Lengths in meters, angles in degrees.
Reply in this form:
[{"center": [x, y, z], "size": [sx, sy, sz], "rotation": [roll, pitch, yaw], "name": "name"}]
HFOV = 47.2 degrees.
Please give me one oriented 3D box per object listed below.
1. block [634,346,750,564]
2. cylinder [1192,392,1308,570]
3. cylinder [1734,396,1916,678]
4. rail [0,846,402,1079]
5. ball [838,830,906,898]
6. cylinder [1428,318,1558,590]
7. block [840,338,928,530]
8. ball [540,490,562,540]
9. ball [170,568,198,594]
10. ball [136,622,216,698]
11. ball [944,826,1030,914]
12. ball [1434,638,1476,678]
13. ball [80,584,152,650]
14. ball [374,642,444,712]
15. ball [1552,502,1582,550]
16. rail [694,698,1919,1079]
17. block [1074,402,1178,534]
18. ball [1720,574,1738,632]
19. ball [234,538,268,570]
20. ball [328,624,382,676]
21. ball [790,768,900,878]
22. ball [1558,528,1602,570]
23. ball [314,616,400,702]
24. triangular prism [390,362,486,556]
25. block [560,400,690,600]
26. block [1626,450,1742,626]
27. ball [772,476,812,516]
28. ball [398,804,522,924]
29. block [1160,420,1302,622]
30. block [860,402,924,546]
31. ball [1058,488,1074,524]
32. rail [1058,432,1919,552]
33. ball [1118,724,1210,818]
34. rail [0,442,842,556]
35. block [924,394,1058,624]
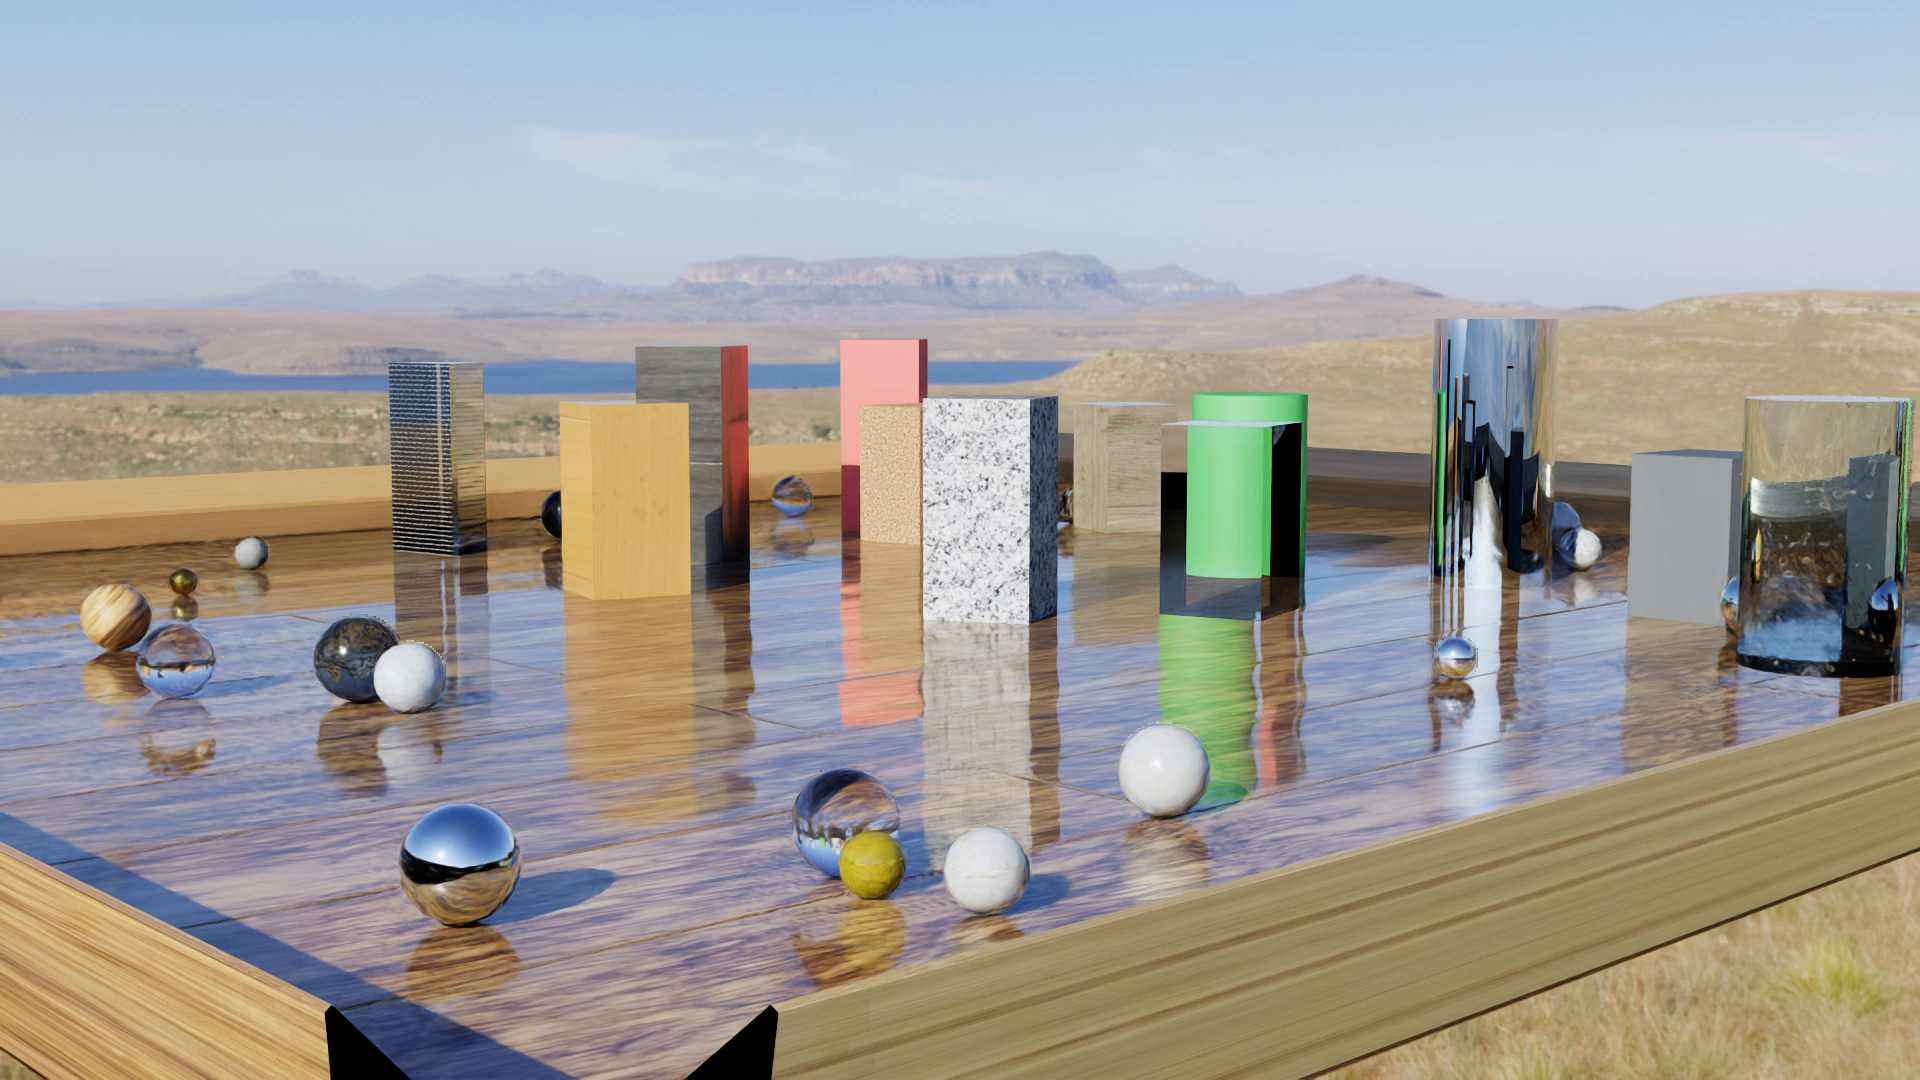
[{"center": [-0.480, -0.158, 3.958], "size": [0.158, 0.381, 0.158], "rotation": [1, 6, 12], "name": "block"}, {"center": [0.499, -0.102, 3.804], "size": [0.198, 0.301, 0.198], "rotation": [0, 6, 0], "name": "cylinder"}, {"center": [1.081, -0.009, 2.752], "size": [0.198, 0.335, 0.198], "rotation": [0, 6, 0], "name": "cylinder"}, {"center": [-1.304, 0.158, 2.135], "size": [0.045, 0.128, 3.325], "rotation": [-5, 8, -42], "name": "rail"}, {"center": [-0.067, 0.246, 1.670], "size": [0.052, 0.052, 0.052], "rotation": [0, 6, 0], "name": "ball"}, {"center": [0.871, -0.146, 3.598], "size": [0.198, 0.431, 0.198], "rotation": [0, 6, 0], "name": "cylinder"}, {"center": [-0.154, -0.218, 4.512], "size": [0.158, 0.386, 0.158], "rotation": [1, 6, 6], "name": "block"}, {"center": [-0.766, -0.050, 4.283], "size": [0.099, 0.099, 0.099], "rotation": [0, 6, 0], "name": "ball"}, {"center": [-1.219, 0.065, 3.454], "size": [0.041, 0.041, 0.041], "rotation": [0, 6, 0], "name": "ball"}, {"center": [-0.903, 0.139, 2.530], "size": [0.087, 0.087, 0.087], "rotation": [0, 6, 0], "name": "ball"}, {"center": [0.020, 0.245, 1.628], "size": [0.064, 0.064, 0.064], "rotation": [0, 6, 0], "name": "ball"}, {"center": [0.601, 0.143, 2.667], "size": [0.050, 0.050, 0.050], "rotation": [0, 6, 0], "name": "ball"}, {"center": [-1.110, 0.101, 2.892], "size": [0.088, 0.088, 0.088], "rotation": [0, 6, 0], "name": "ball"}, {"center": [-0.612, 0.153, 2.443], "size": [0.077, 0.077, 0.077], "rotation": [0, 6, 0], "name": "ball"}, {"center": [1.106, -0.026, 4.085], "size": [0.092, 0.092, 0.092], "rotation": [0, 6, 0], "name": "ball"}, {"center": [1.111, 0.158, 2.134], "size": [3.596, 0.128, 0.045], "rotation": [-5, 8, -42], "name": "rail"}, {"center": [0.338, -0.151, 4.502], "size": [0.158, 0.255, 0.158], "rotation": [-2, 6, -22], "name": "block"}, {"center": [1.087, 0.087, 3.009], "size": [0.091, 0.091, 0.091], "rotation": [0, 6, 0], "name": "ball"}, {"center": [-1.221, 0.023, 3.791], "size": [0.056, 0.056, 0.056], "rotation": [0, 6, 0], "name": "ball"}, {"center": [-0.740, 0.134, 2.692], "size": [0.063, 0.063, 0.063], "rotation": [0, 6, 0], "name": "ball"}, {"center": [-0.090, 0.223, 1.733], "size": [0.086, 0.086, 0.086], "rotation": [0, 6, 0], "name": "ball"}, {"center": [1.065, 0.016, 3.778], "size": [0.072, 0.072, 0.072], "rotation": [0, 6, 0], "name": "ball"}, {"center": [-0.687, 0.136, 2.510], "size": [0.097, 0.097, 0.097], "rotation": [0, 6, 0], "name": "ball"}, {"center": [-0.943, -0.156, 4.095], "size": [0.171, 0.349, 0.148], "rotation": [4, 7, 35], "name": "triangular prism"}, {"center": [-0.531, -0.068, 3.480], "size": [0.158, 0.301, 0.158], "rotation": [-3, 7, -27], "name": "block"}, {"center": [1.089, -0.007, 3.205], "size": [0.158, 0.237, 0.158], "rotation": [-5, 8, -41], "name": "block"}, {"center": [-0.363, -0.094, 4.755], "size": [0.088, 0.088, 0.088], "rotation": [0, 6, 0], "name": "ball"}, {"center": [-0.364, 0.236, 1.600], "size": [0.088, 0.088, 0.088], "rotation": [0, 6, 0], "name": "ball"}, {"center": [0.401, -0.033, 3.252], "size": [0.158, 0.279, 0.158], "rotation": [3, 7, 28], "name": "block"}, {"center": [-0.082, -0.132, 4.282], "size": [0.158, 0.262, 0.158], "rotation": [5, 8, 42], "name": "block"}, {"center": [0.240, -0.072, 4.598], "size": [0.077, 0.077, 0.077], "rotation": [0, 6, 0], "name": "ball"}, {"center": [1.304, -0.091, 4.529], "size": [0.045, 0.128, 3.325], "rotation": [-5, 8, -42], "name": "rail"}, {"center": [0.180, 0.204, 1.938], "size": [0.081, 0.081, 0.081], "rotation": [0, 6, 0], "name": "ball"}, {"center": [-1.111, -0.092, 4.530], "size": [3.596, 0.128, 0.045], "rotation": [-5, 8, -42], "name": "rail"}, {"center": [0.046, -0.049, 3.213], "size": [0.158, 0.319, 0.158], "rotation": [2, 6, 17], "name": "block"}]
